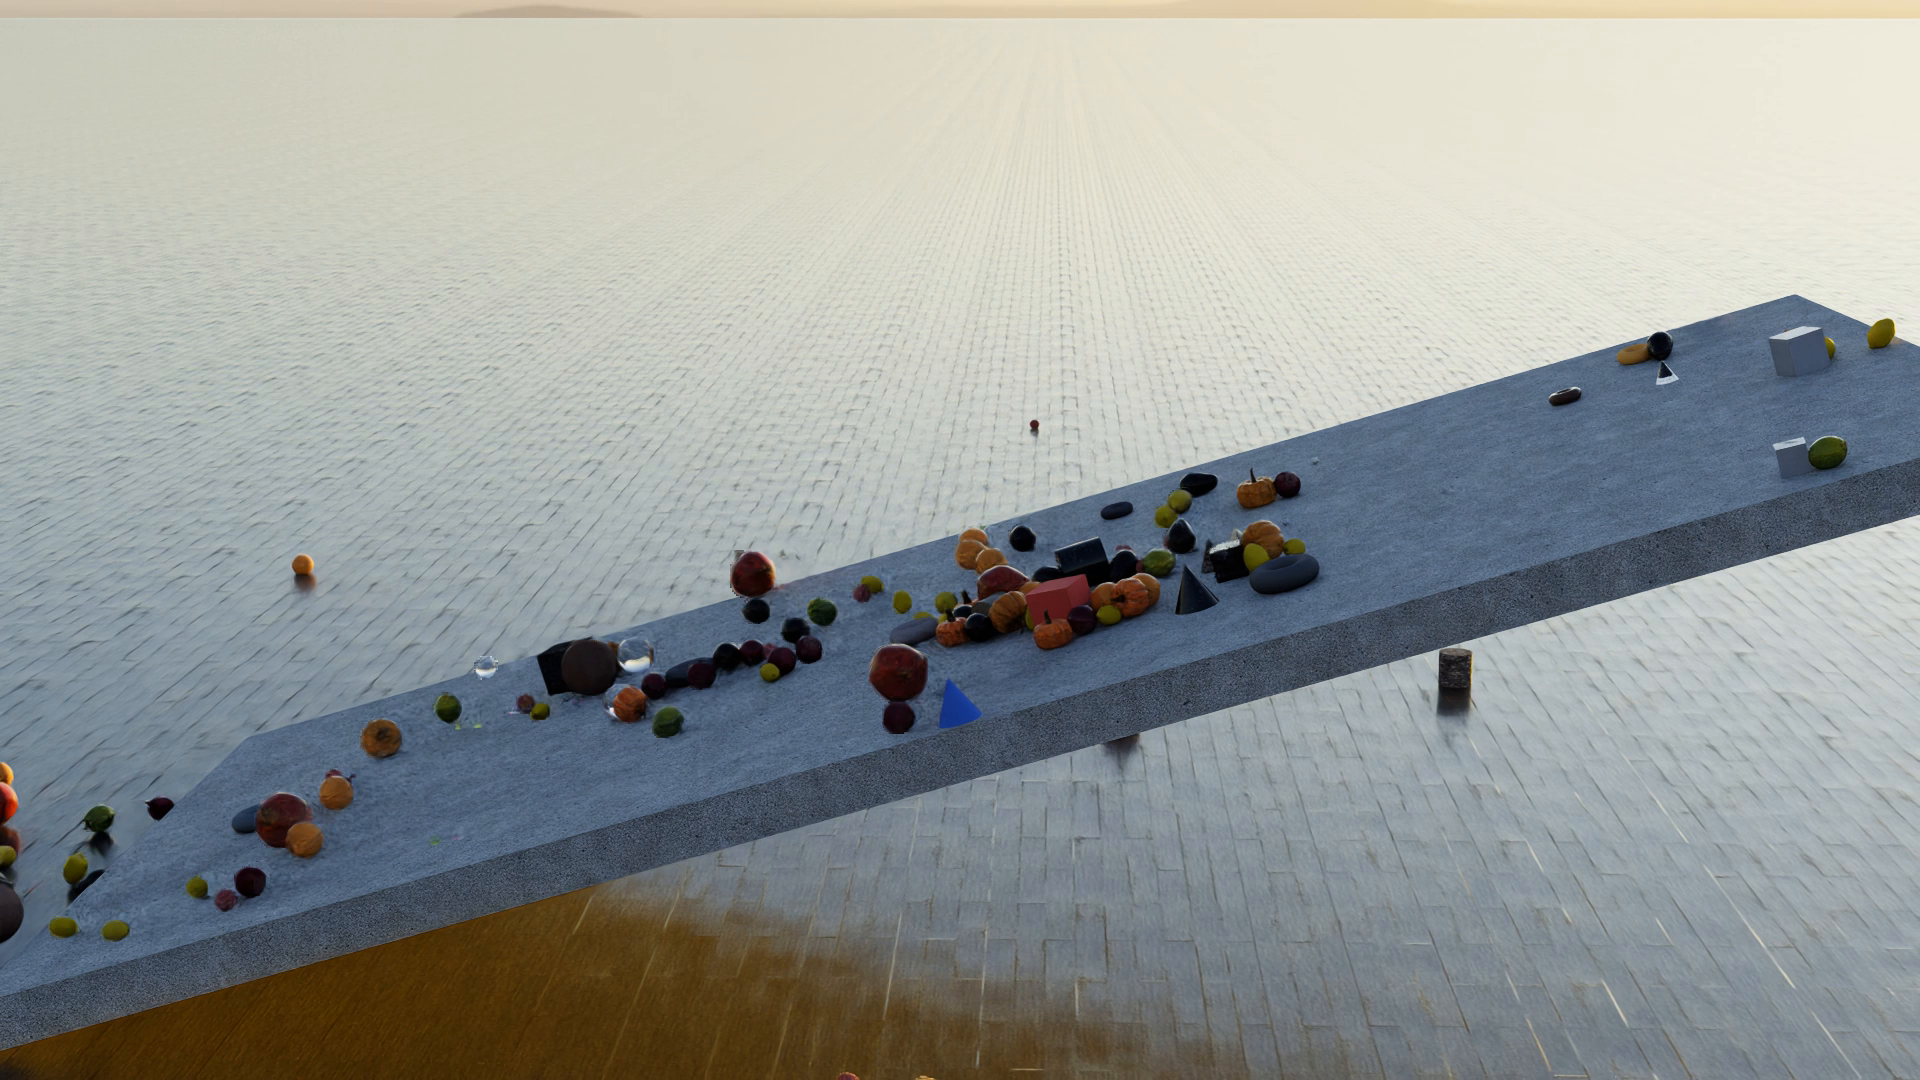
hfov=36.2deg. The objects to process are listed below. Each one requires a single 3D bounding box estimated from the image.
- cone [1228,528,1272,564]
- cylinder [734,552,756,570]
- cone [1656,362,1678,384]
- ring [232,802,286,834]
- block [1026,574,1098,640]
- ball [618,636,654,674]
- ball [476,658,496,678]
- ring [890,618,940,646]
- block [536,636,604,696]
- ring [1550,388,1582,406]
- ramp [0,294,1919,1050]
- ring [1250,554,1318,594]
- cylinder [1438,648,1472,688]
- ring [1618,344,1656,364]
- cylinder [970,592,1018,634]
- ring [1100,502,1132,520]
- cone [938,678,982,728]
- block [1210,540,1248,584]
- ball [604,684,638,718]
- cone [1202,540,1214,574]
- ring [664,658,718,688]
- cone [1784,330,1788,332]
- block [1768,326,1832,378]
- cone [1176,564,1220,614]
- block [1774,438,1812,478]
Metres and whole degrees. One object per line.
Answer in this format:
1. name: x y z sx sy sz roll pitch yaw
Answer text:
1. cone: 0.593 0.025 5.968 0.087 0.087 0.087 9 10 -6
2. cylinder: -0.734 0.071 10.060 0.063 0.063 0.063 -3 11 -16
3. cone: 1.564 -0.376 6.531 0.050 0.050 0.050 -16 10 3
4. ring: -1.507 0.596 6.320 0.118 0.039 0.118 -16 11 3
5. block: 0.203 0.133 5.861 0.094 0.094 0.094 -11 11 30
6. ball: -0.743 0.264 6.740 0.086 0.086 0.086 0 11 0
7. ball: -1.172 0.316 7.270 0.050 0.050 0.050 0 11 0
8. ring: -0.094 0.193 6.192 0.112 0.037 0.112 -17 9 3
9. block: -0.904 0.292 6.820 0.097 0.097 0.097 -13 11 23
10. ring: 1.368 -0.325 6.647 0.075 0.025 0.075 -18 6 2
11. ramp: 0.091 0.187 6.319 4.000 0.100 2.000 -16 10 5
12. ring: 0.626 0.065 5.671 0.137 0.046 0.137 -16 11 3
13. cylinder: 1.419 0.367 8.424 0.095 0.095 0.095 0 11 0
14. ring: 1.582 -0.435 6.880 0.092 0.031 0.092 -16 14 4
15. cylinder: 0.070 0.149 6.068 0.069 0.069 0.069 8 23 37
16. ring: 0.368 -0.069 6.903 0.078 0.026 0.078 -15 10 3
17. cone: -0.011 0.290 5.380 0.083 0.083 0.083 -16 10 3
18. block: 0.539 0.042 5.889 0.063 0.063 0.063 -15 10 8
19. ball: -0.726 0.345 6.297 0.075 0.075 0.075 0 11 0
20. cone: 0.515 0.027 6.011 0.065 0.065 0.065 -16 10 3
21. ring: -0.591 0.291 6.469 0.122 0.041 0.122 -17 8 3
22. cone: 1.800 -0.398 6.284 0.089 0.089 0.089 11 12 6
23. block: 1.771 -0.397 6.205 0.083 0.083 0.083 -19 10 -11
24. cone: 0.448 0.088 5.712 0.089 0.089 0.089 -16 10 3
25. block: 1.514 -0.149 5.345 0.055 0.055 0.055 -14 10 14
